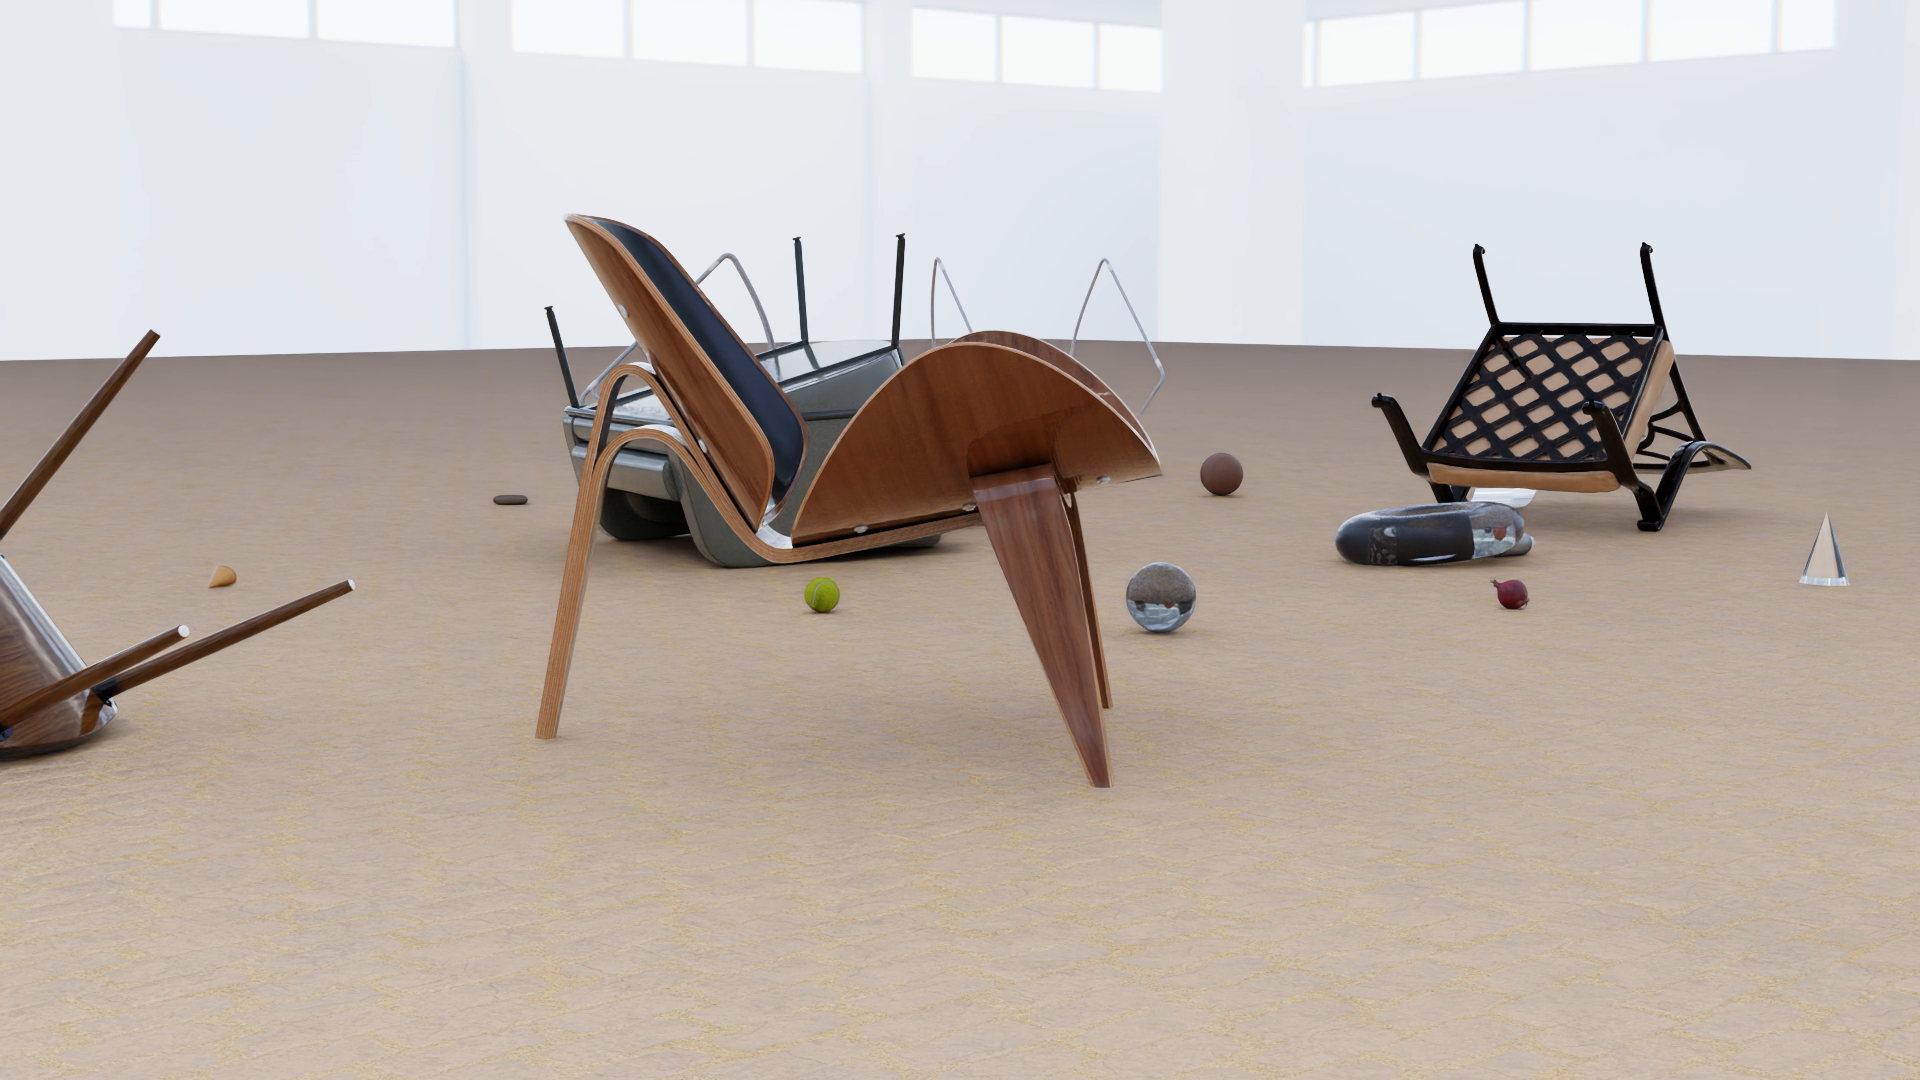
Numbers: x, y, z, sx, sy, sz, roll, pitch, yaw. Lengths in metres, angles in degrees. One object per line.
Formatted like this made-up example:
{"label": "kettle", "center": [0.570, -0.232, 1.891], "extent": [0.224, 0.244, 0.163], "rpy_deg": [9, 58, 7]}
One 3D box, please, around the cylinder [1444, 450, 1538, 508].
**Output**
{"label": "cylinder", "center": [1.502, -0.172, 7.272], "extent": [0.184, 0.164, 0.229], "rpy_deg": [-1, -5, -13]}

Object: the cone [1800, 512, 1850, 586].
{"label": "cone", "center": [1.858, 0.015, 5.508], "extent": [0.105, 0.156, 0.090], "rpy_deg": [5, 8, 42]}

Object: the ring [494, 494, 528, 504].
{"label": "ring", "center": [-1.300, -0.116, 7.422], "extent": [0.102, 0.025, 0.091], "rpy_deg": [2, 6, 24]}

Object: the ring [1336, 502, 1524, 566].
{"label": "ring", "center": [1.083, -0.014, 5.917], "extent": [0.448, 0.116, 0.279], "rpy_deg": [-6, 6, -8]}

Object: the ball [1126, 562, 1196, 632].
{"label": "ball", "center": [0.372, 0.106, 4.744], "extent": [0.131, 0.131, 0.131], "rpy_deg": [0, 6, 0]}

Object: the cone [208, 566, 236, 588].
{"label": "cone", "center": [-1.579, 0.089, 5.446], "extent": [0.058, 0.045, 0.068], "rpy_deg": [4, 25, 19]}
